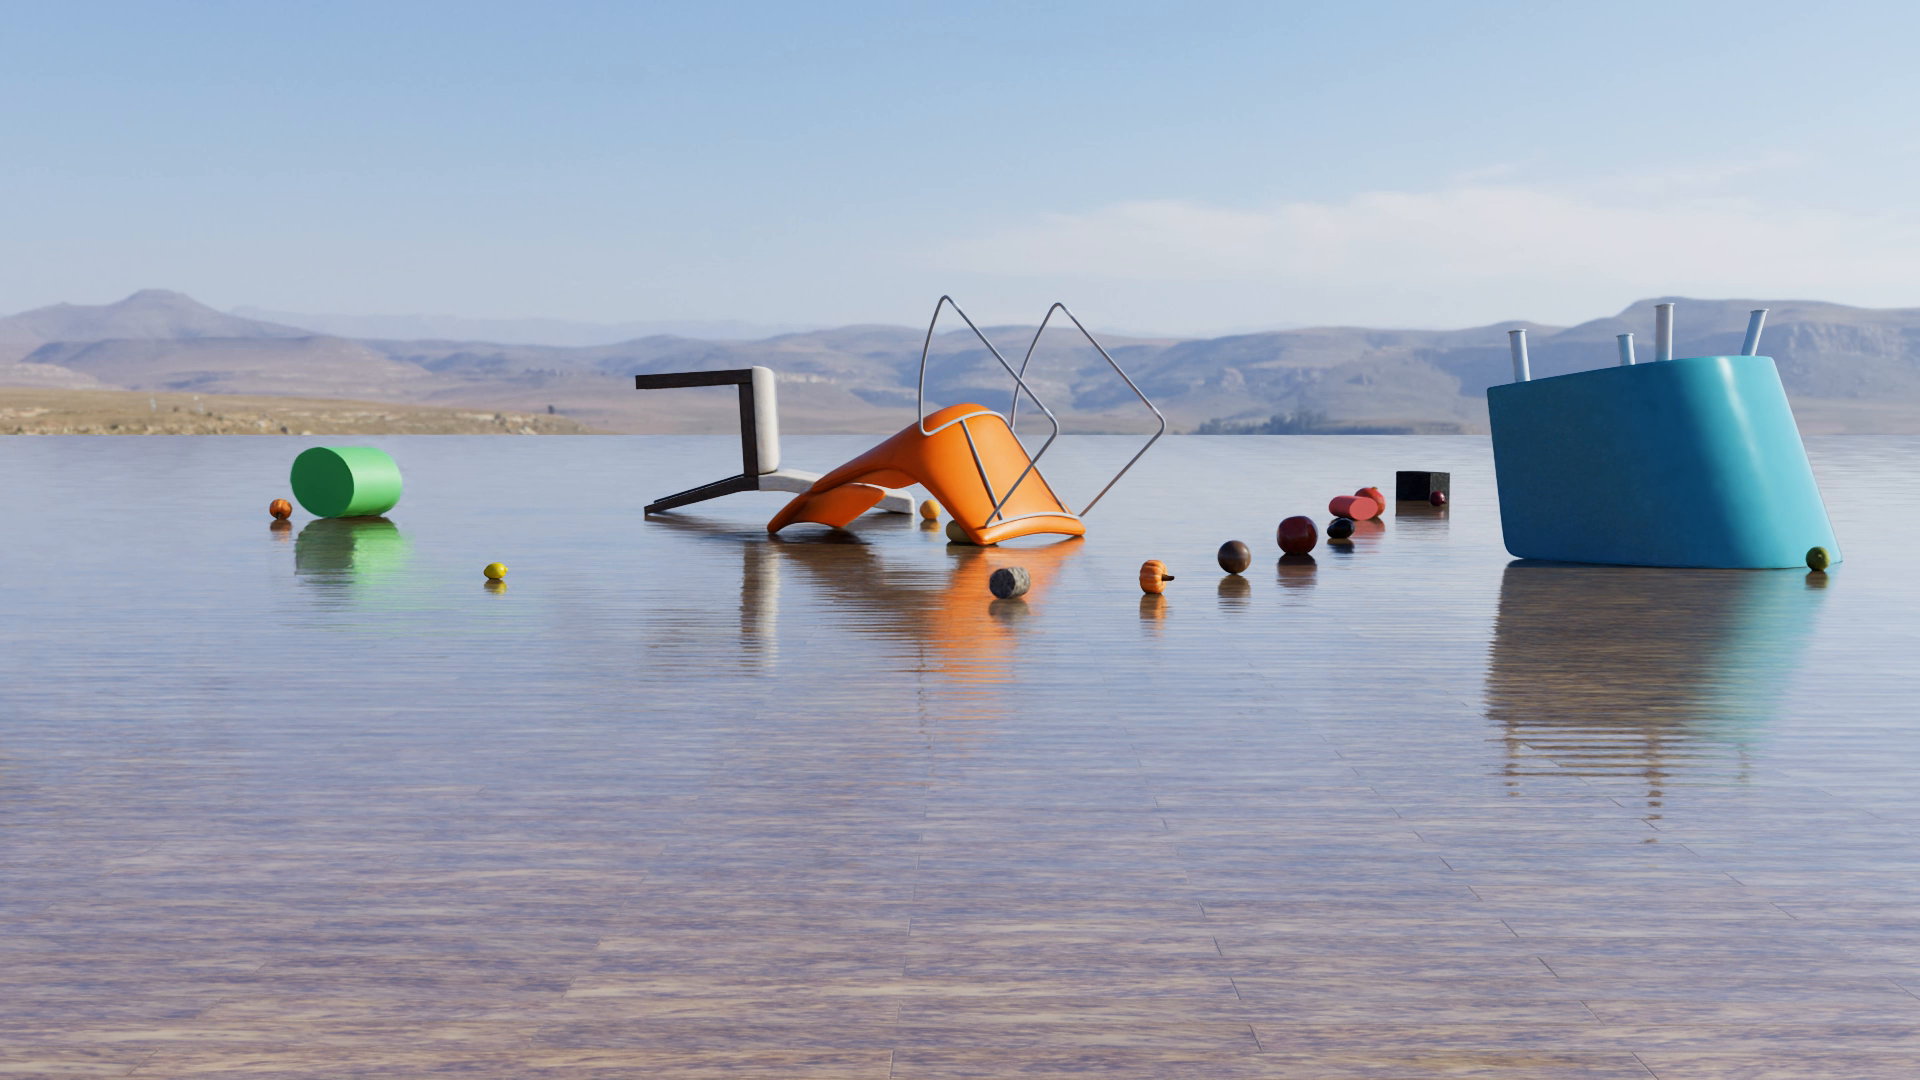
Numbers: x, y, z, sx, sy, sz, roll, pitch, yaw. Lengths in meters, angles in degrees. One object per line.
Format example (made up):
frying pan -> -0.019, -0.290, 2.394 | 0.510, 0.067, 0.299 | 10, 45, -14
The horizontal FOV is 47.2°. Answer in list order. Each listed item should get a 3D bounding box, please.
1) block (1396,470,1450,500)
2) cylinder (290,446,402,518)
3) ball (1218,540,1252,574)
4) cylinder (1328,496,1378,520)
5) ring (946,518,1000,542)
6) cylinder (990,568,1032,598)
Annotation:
block -> 1.882, -0.221, 8.946 | 0.100, 0.113, 0.218 | -2, 4, -27
cylinder -> -2.162, -0.206, 7.750 | 0.318, 0.243, 0.222 | 14, 10, 30
ball -> 0.666, 0.041, 5.340 | 0.083, 0.083, 0.083 | 0, 4, 0
cylinder -> 1.361, -0.113, 7.619 | 0.104, 0.077, 0.180 | -10, 6, -13
ring -> 0.038, -0.030, 6.531 | 0.162, 0.063, 0.160 | -4, 4, -30
cylinder -> 0.108, 0.092, 4.735 | 0.075, 0.064, 0.052 | -20, -10, 41
